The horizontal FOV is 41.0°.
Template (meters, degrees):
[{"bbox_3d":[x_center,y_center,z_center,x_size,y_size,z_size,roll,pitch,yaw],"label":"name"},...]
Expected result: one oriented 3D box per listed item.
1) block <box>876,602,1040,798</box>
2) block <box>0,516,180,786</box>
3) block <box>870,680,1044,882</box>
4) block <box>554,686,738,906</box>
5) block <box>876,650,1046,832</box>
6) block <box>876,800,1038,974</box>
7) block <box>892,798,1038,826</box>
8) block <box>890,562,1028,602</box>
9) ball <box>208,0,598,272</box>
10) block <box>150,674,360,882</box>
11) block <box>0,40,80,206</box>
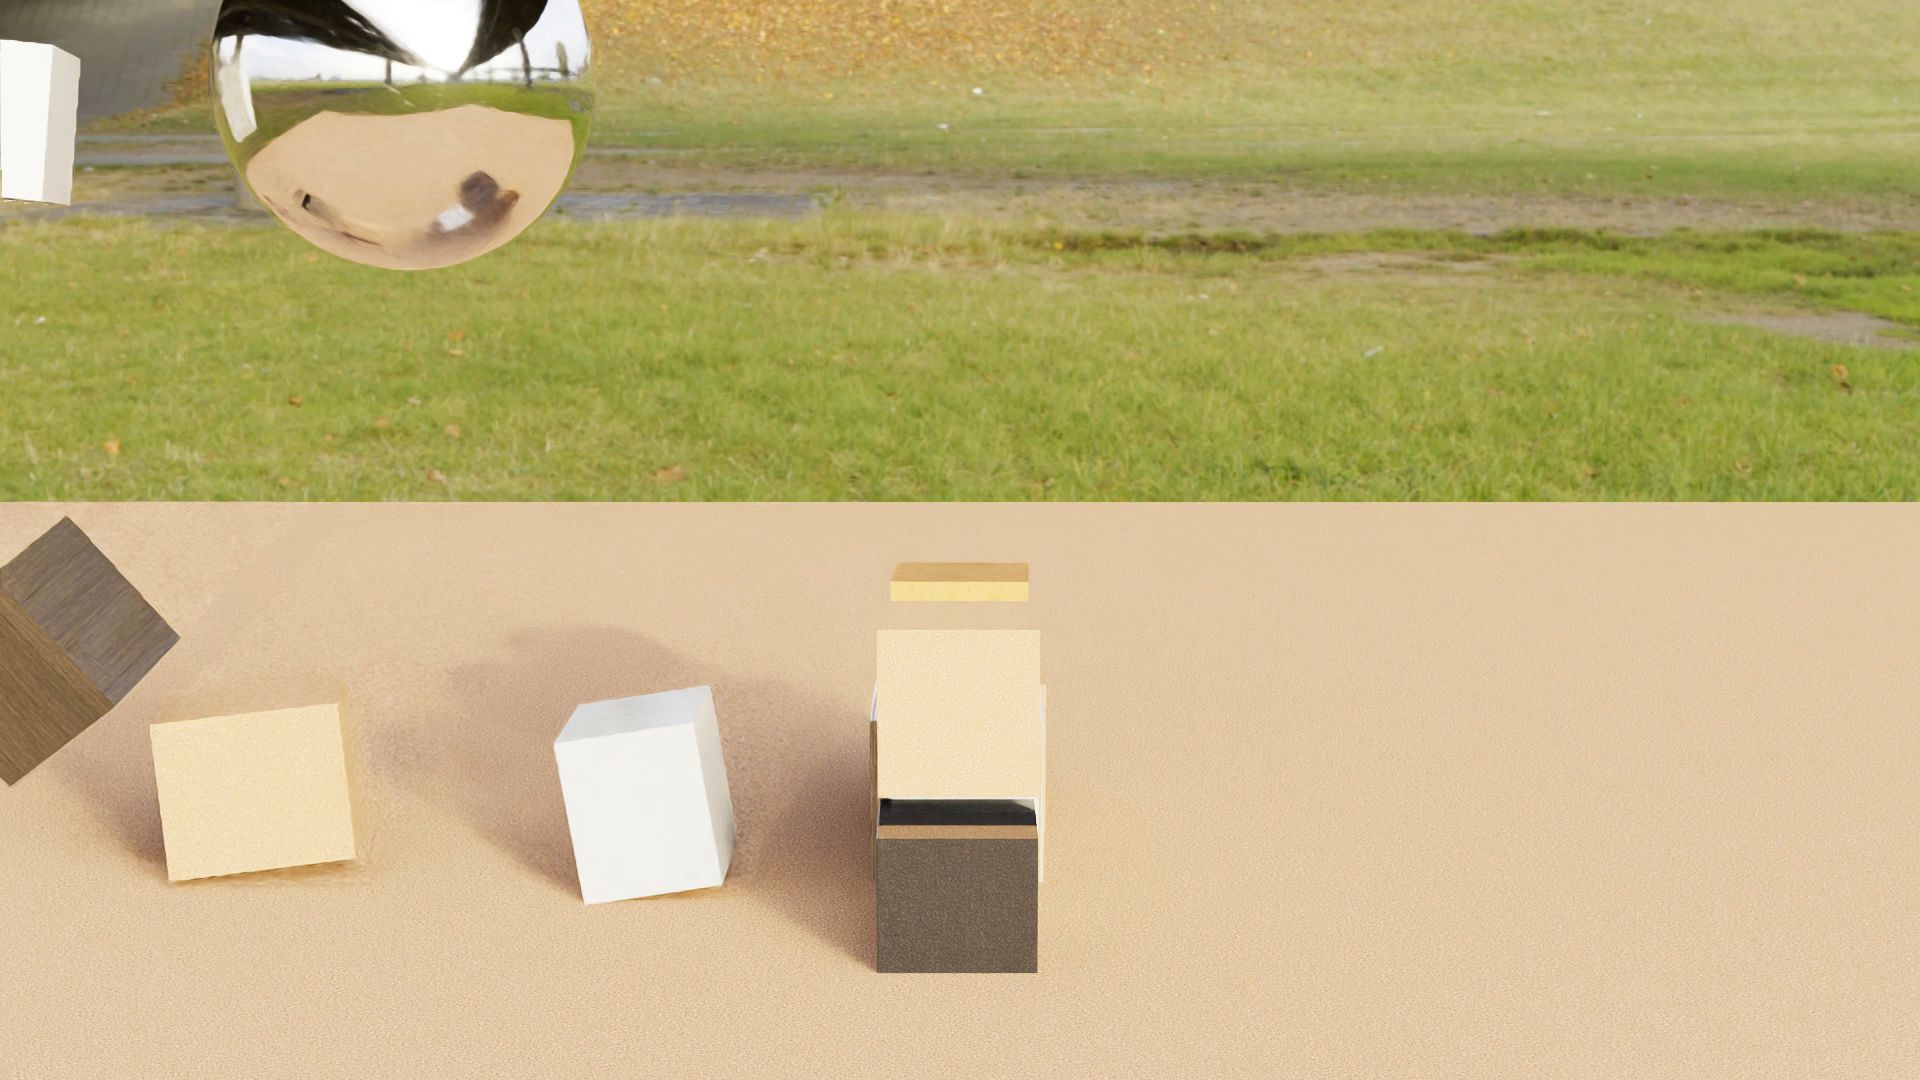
[{"bbox_3d":[-0.006,0.651,10.624,0.655,0.694,0.573,0,10,0],"label":"block"},{"bbox_3d":[-4.009,0.479,11.164,0.694,0.727,0.665,-34,15,21],"label":"block"},{"bbox_3d":[-0.012,1.079,11.587,0.761,0.731,0.745,0,10,0],"label":"block"},{"bbox_3d":[-1.362,1.106,11.230,0.599,0.721,0.678,-9,10,2],"label":"block"},{"bbox_3d":[0.003,0.955,12.326,0.793,0.711,0.743,0,10,0],"label":"block"},{"bbox_3d":[-0.011,1.391,10.367,0.635,0.553,0.557,0,10,0],"label":"block"},{"bbox_3d":[0.020,1.259,10.931,0.609,0.612,0.580,0,10,0],"label":"block"},{"bbox_3d":[0.006,0.396,11.925,0.621,0.501,0.630,0,7,1],"label":"block"},{"bbox_3d":[-2.337,-1.939,10.828,1.600,1.600,1.600,0,10,0],"label":"ball"},{"bbox_3d":[-3.154,1.055,11.554,0.795,0.700,0.737,-6,8,-11],"label":"block"},{"bbox_3d":[-4.018,-1.743,10.654,0.553,0.628,0.654,5,5,-10],"label":"block"}]
